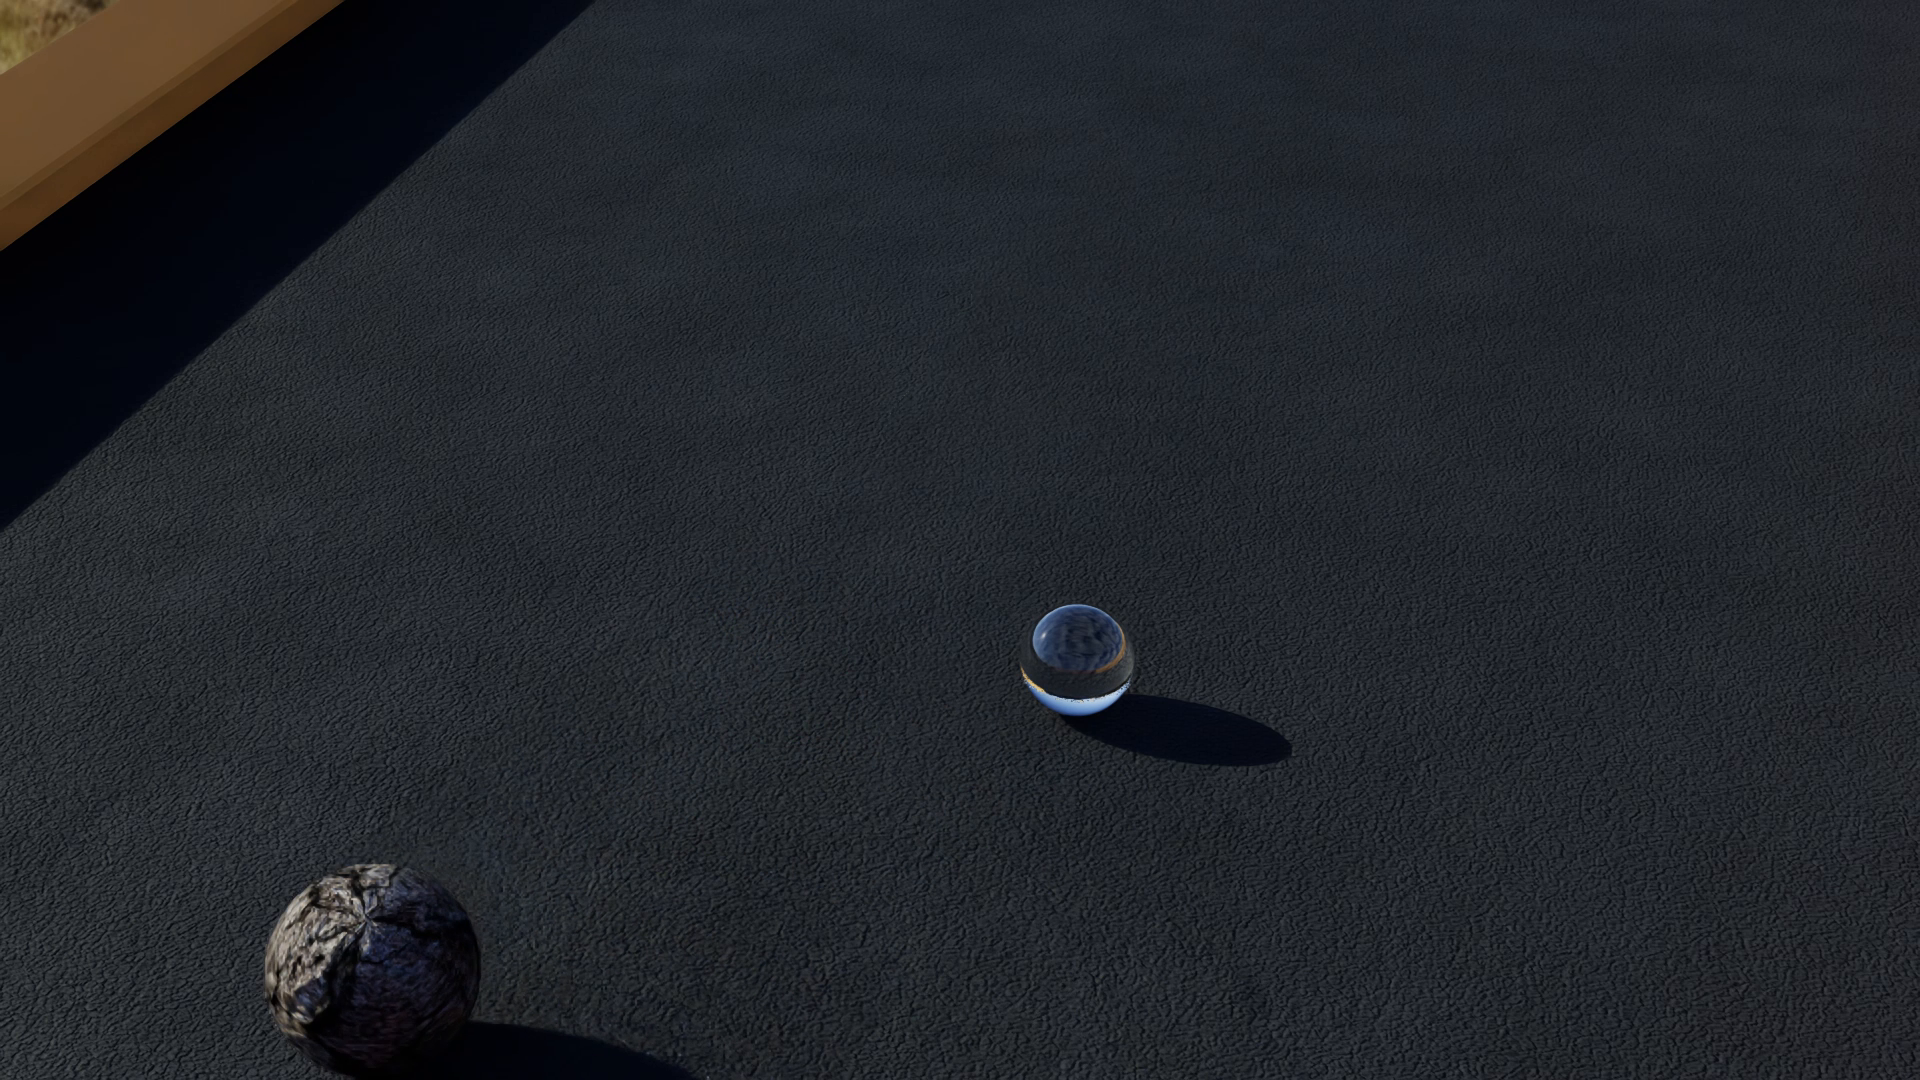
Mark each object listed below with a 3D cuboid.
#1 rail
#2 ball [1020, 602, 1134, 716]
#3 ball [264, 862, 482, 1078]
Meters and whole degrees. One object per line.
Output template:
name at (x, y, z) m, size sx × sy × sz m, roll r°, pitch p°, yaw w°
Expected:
rail at (-0.625, -0.477, 2.621) m, size 0.045 × 0.127 × 3.322 m, roll 6°, pitch 28°, yaw 11°
ball at (0.066, 0.067, 1.643) m, size 0.064 × 0.064 × 0.064 m, roll 0°, pitch 27°, yaw 0°
ball at (-0.270, 0.198, 1.353) m, size 0.098 × 0.098 × 0.098 m, roll 0°, pitch 27°, yaw 0°
